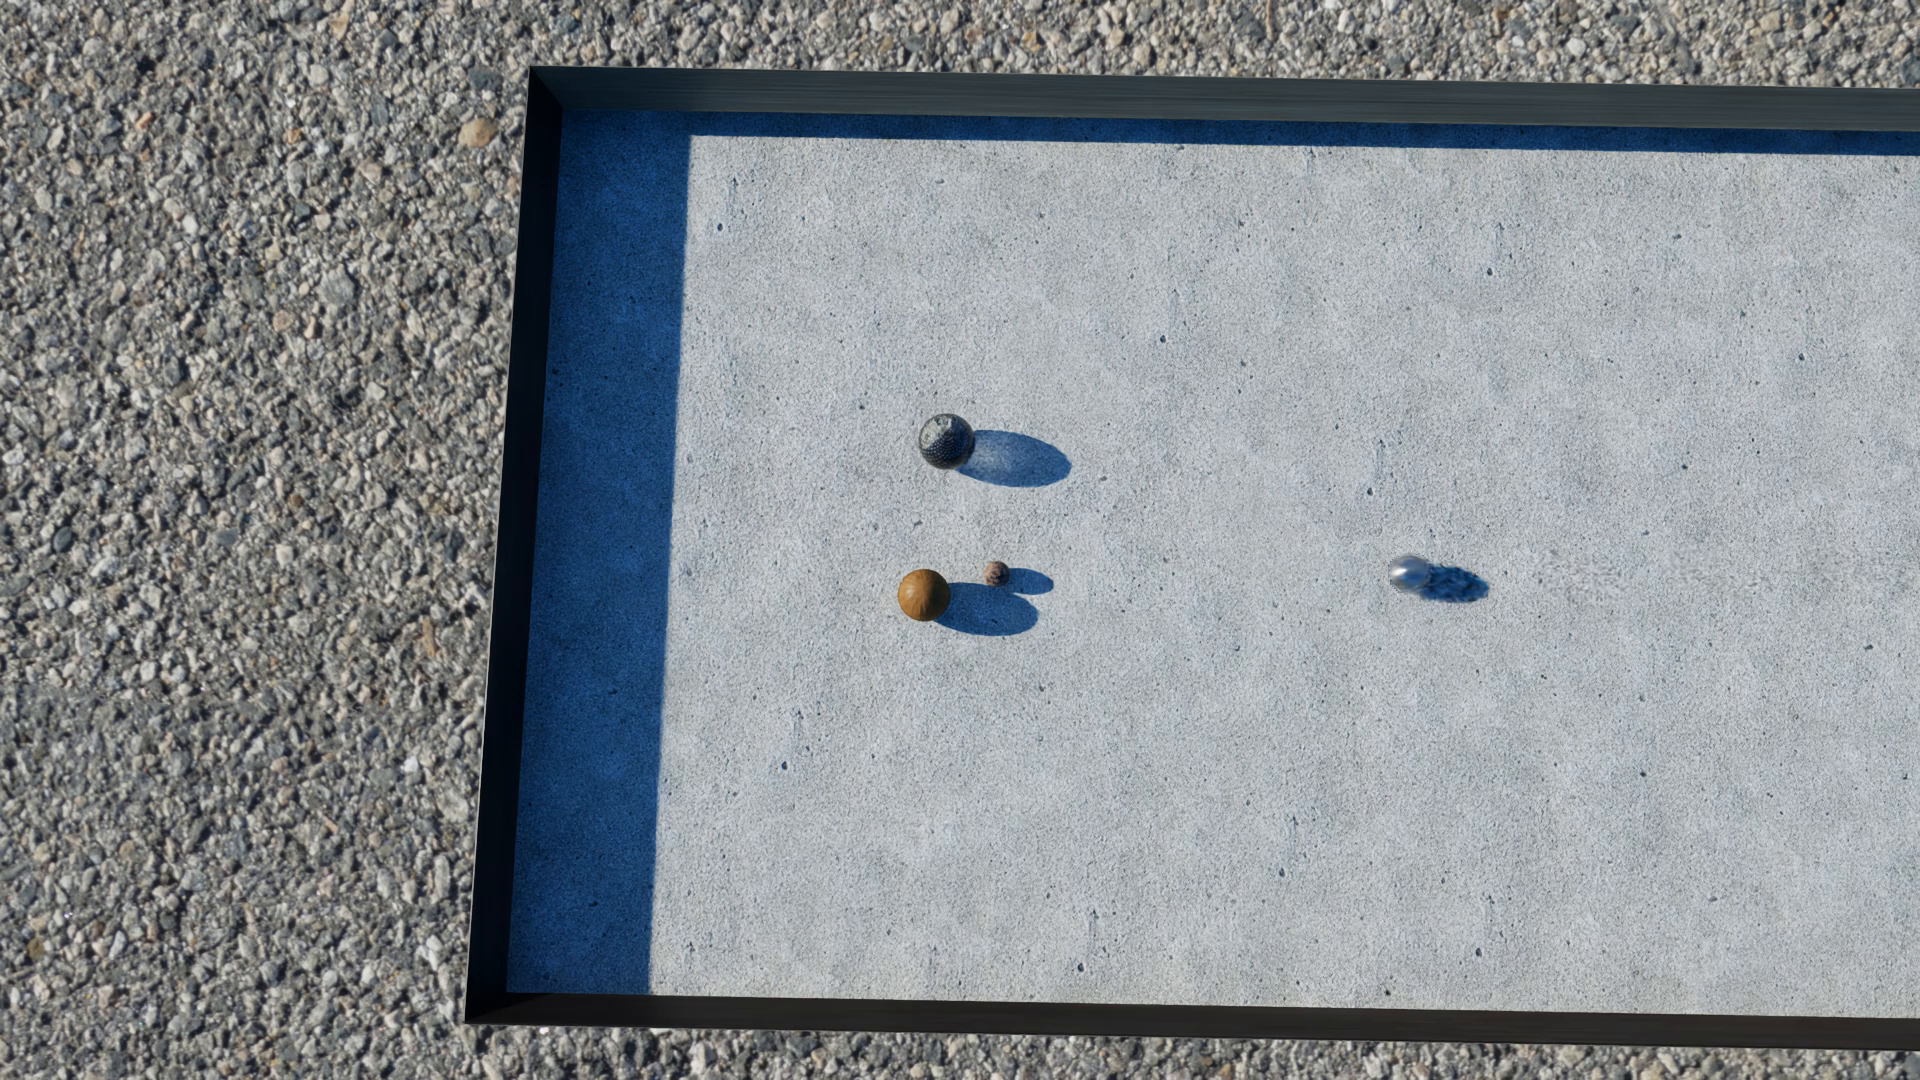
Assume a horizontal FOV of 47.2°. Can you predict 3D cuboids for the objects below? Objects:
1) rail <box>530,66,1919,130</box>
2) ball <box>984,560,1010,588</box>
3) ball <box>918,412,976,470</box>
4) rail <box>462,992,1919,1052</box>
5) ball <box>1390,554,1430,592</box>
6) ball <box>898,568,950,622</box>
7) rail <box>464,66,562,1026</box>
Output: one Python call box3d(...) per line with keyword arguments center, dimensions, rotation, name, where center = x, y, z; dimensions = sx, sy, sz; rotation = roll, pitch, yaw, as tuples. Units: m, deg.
box3d(center=(0.697, -0.679, 3.461), dimensions=(2.736, 0.114, 0.045), rotation=(1, 77, 0), name="rail")
box3d(center=(0.056, 0.052, 3.327), dimensions=(0.040, 0.040, 0.040), rotation=(0, 77, 0), name="ball")
box3d(center=(-0.020, -0.150, 3.350), dimensions=(0.088, 0.088, 0.088), rotation=(0, 77, 0), name="ball")
box3d(center=(0.671, 0.692, 3.136), dimensions=(2.736, 0.114, 0.045), rotation=(1, 77, 0), name="rail")
box3d(center=(0.679, 0.051, 3.318), dimensions=(0.058, 0.058, 0.058), rotation=(0, 77, 0), name="ball")
box3d(center=(-0.054, 0.083, 3.299), dimensions=(0.080, 0.080, 0.080), rotation=(0, 77, 0), name="ball")
box3d(center=(-0.660, -0.017, 3.304), dimensions=(0.045, 0.114, 1.457), rotation=(1, 77, 0), name="rail")
